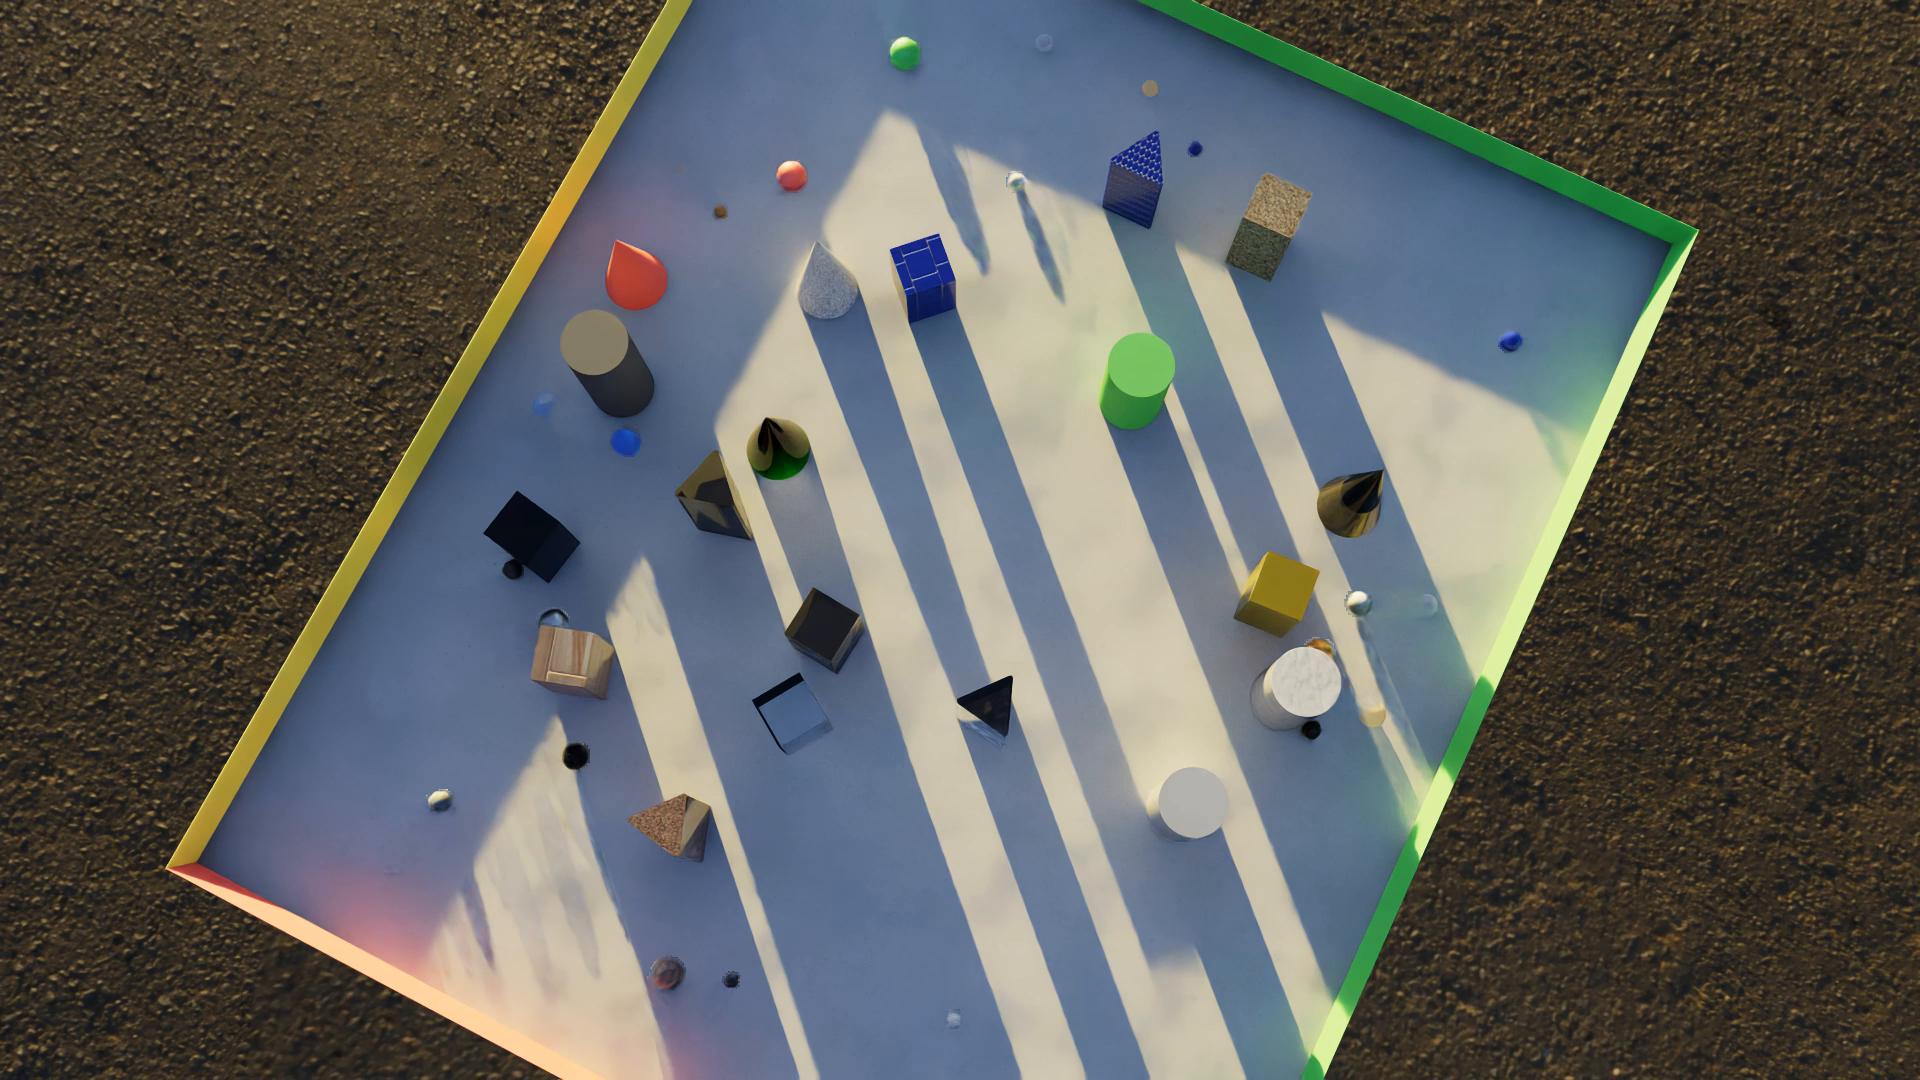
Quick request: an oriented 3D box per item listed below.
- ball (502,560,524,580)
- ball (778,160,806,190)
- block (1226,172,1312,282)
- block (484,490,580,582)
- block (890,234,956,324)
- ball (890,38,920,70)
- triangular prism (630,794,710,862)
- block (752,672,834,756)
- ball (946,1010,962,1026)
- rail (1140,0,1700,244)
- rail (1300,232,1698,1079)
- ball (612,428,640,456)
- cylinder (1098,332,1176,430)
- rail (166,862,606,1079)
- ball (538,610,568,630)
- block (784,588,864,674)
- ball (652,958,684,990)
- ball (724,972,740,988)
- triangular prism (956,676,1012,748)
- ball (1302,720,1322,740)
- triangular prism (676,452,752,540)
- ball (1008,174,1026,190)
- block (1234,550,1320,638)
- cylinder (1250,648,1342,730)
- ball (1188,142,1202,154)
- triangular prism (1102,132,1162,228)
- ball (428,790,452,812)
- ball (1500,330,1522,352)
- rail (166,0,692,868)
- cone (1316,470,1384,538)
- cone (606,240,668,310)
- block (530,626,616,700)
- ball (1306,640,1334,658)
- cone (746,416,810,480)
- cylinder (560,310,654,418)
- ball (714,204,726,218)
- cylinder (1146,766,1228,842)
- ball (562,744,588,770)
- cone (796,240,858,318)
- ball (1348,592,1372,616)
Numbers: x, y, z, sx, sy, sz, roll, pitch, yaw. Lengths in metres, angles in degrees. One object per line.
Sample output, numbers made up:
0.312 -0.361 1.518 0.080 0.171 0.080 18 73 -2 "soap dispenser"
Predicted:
-1.358 0.090 5.567 0.061 0.061 0.061 0 78 0 "ball"
-0.533 -1.154 5.808 0.093 0.093 0.093 0 78 0 "ball"
0.943 -0.955 5.621 0.158 0.377 0.158 25 79 5 "block"
-1.273 -0.006 5.463 0.158 0.302 0.158 35 80 7 "block"
-0.112 -0.804 5.650 0.158 0.261 0.158 -19 79 -4 "block"
-0.177 -1.563 5.890 0.099 0.099 0.099 0 78 0 "ball"
-0.789 0.798 5.208 0.171 0.477 0.148 35 80 7 "triangular prism"
-0.487 0.513 5.369 0.158 0.277 0.158 -30 80 -6 "block"
-0.016 1.387 5.307 0.044 0.044 0.044 0 78 0 "ball"
0.838 -1.635 5.889 3.232 0.128 0.045 26 80 5 "rail"
1.424 0.704 5.404 0.045 0.128 3.797 26 80 5 "rail"
-1.029 -0.302 5.635 0.086 0.086 0.086 0 78 0 "ball"
0.530 -0.475 5.529 0.197 0.364 0.197 0 78 0 "cylinder"
-0.838 1.649 5.209 3.232 0.128 0.045 26 80 5 "rail"
-1.224 0.254 5.516 0.091 0.091 0.091 0 78 0 "ball"
-0.397 0.271 5.414 0.158 0.287 0.158 31 80 6 "block"
-0.845 1.258 5.310 0.090 0.090 0.090 0 78 0 "ball"
-0.664 1.281 5.329 0.044 0.044 0.044 0 78 0 "ball"
0.103 0.479 5.319 0.171 0.389 0.148 35 80 7 "triangular prism"
1.049 0.566 5.466 0.056 0.056 0.056 0 78 0 "ball"
-0.706 -0.137 5.407 0.171 0.466 0.148 11 79 2 "triangular prism"
0.183 -1.137 5.824 0.056 0.056 0.056 0 78 0 "ball"
0.933 0.164 5.418 0.158 0.323 0.158 22 79 4 "block"
0.971 0.437 5.329 0.197 0.387 0.197 0 78 0 "cylinder"
0.752 -1.252 5.855 0.041 0.041 0.041 0 78 0 "ball"
0.560 -1.128 5.668 0.171 0.356 0.148 26 80 5 "triangular prism"
-1.539 0.774 5.424 0.064 0.064 0.064 0 78 0 "ball"
1.719 -0.621 5.712 0.065 0.065 0.065 0 78 0 "ball"
-1.424 -0.691 5.693 0.045 0.128 3.797 26 80 5 "rail"
1.196 -0.152 5.405 0.197 0.476 0.197 0 78 0 "cone"
-1.022 -0.855 5.612 0.197 0.356 0.197 0 78 0 "cone"
-1.133 0.363 5.380 0.158 0.317 0.158 8 78 2 "block"
1.079 0.341 5.503 0.084 0.084 0.084 0 78 0 "ball"
-0.562 -0.319 5.491 0.197 0.375 0.197 0 78 0 "cone"
-1.052 -0.523 5.493 0.197 0.455 0.197 0 78 0 "cylinder"
-0.761 -1.043 5.811 0.041 0.041 0.041 0 78 0 "ball"
0.652 0.766 5.283 0.197 0.344 0.197 0 78 0 "cylinder"
-1.143 0.644 5.444 0.078 0.078 0.078 0 78 0 "ball"
-0.420 -0.835 5.570 0.197 0.430 0.197 0 78 0 "cone"
1.208 0.192 5.539 0.075 0.075 0.075 0 78 0 "ball"
